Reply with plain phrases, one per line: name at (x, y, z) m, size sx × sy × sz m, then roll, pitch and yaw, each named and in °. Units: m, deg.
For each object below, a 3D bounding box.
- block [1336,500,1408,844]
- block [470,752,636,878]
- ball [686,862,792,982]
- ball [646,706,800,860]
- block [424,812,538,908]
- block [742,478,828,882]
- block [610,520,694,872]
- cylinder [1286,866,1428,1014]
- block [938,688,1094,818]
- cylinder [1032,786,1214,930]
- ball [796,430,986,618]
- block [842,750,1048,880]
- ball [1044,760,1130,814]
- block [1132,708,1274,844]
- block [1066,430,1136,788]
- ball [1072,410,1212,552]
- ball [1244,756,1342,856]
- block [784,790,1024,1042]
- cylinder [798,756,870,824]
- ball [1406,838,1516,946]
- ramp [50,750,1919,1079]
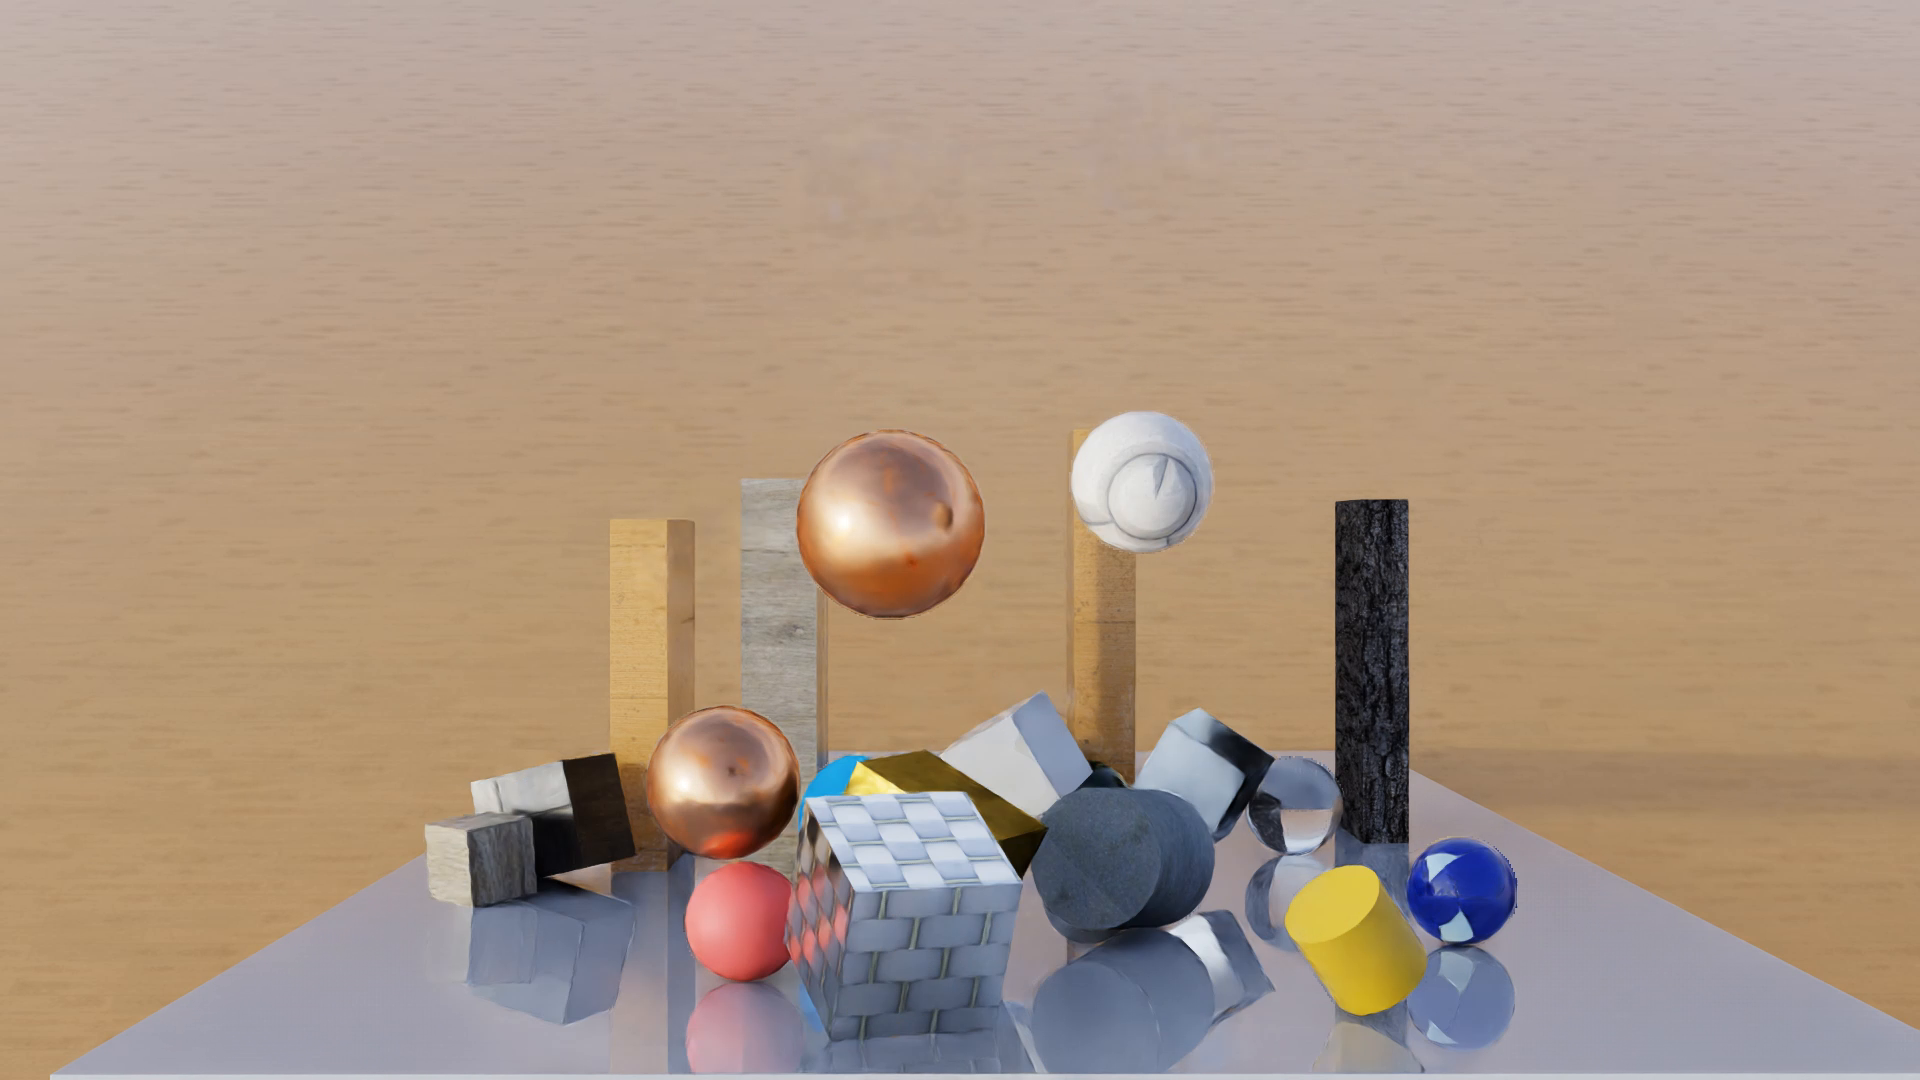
block at (0.764, 0.235, 4.812) m, size 0.083 × 0.617 × 0.340 m, roll 0°, pitch 0°, yaw 0°
block at (-0.642, 0.443, 4.092) m, size 0.169 × 0.169 × 0.169 m, roll -15°, pitch -5°, yaw 20°
ball at (-0.267, 0.473, 3.208) m, size 0.147 × 0.147 × 0.147 m, roll 0°, pitch 30°, yaw 0°
ball at (-0.296, 0.304, 3.239) m, size 0.192 × 0.192 × 0.192 m, roll 0°, pitch 30°, yaw 0°
block at (-0.726, 0.483, 3.923) m, size 0.116 × 0.116 × 0.116 m, roll -7°, pitch 5°, yaw -43°
block at (-0.272, 0.226, 4.067) m, size 0.113 × 0.638 × 0.345 m, roll 0°, pitch 0°, yaw 0°
block at (-0.529, 0.255, 4.478) m, size 0.095 × 0.579 × 0.439 m, roll 0°, pitch 0°, yaw 0°
cylinder at (0.453, 0.457, 2.956) m, size 0.120 × 0.120 × 0.120 m, roll -29°, pitch 25°, yaw 15°
block at (0.078, 0.327, 3.740) m, size 0.142 × 0.142 × 0.142 m, roll -31°, pitch 0°, yaw 25°
cylinder at (0.226, 0.439, 3.569) m, size 0.192 × 0.192 × 0.192 m, roll 18°, pitch 2°, yaw 28°
ball at (-0.068, -0.016, 2.536) m, size 0.185 × 0.185 × 0.185 m, roll 0°, pitch 30°, yaw 0°
block at (-0.049, 0.412, 3.307) m, size 0.199 × 0.199 × 0.199 m, roll 31°, pitch 12°, yaw 22°
ball at (0.224, 0.465, 4.512) m, size 0.159 × 0.159 × 0.159 m, roll 0°, pitch 30°, yaw 0°
block at (0.389, 0.386, 4.188) m, size 0.151 × 0.151 × 0.151 m, roll 34°, pitch 17°, yaw 17°
block at (0.259, 0.173, 4.776) m, size 0.110 × 0.742 × 0.313 m, roll 0°, pitch 0°, yaw 0°
ball at (0.168, -0.054, 2.389) m, size 0.130 × 0.130 × 0.130 m, roll 0°, pitch 30°, yaw 0°
ball at (0.577, 0.460, 4.476) m, size 0.169 × 0.169 × 0.169 m, roll 0°, pitch 30°, yaw 0°
block at (-0.068, 0.417, 2.898) m, size 0.193 × 0.193 × 0.193 m, roll 0°, pitch 26°, yaw -21°
cylinder at (-0.133, 0.425, 3.867) m, size 0.155 × 0.155 × 0.155 m, roll -22°, pitch 48°, yaw 27°
ball at (0.675, 0.473, 3.490) m, size 0.144 × 0.144 × 0.144 m, roll 0°, pitch 30°, yaw 0°
ramp at (0.067, 0.594, 4.650) m, size 2.000 × 0.100 × 4.000 m, roll 0°, pitch 0°, yaw 0°
